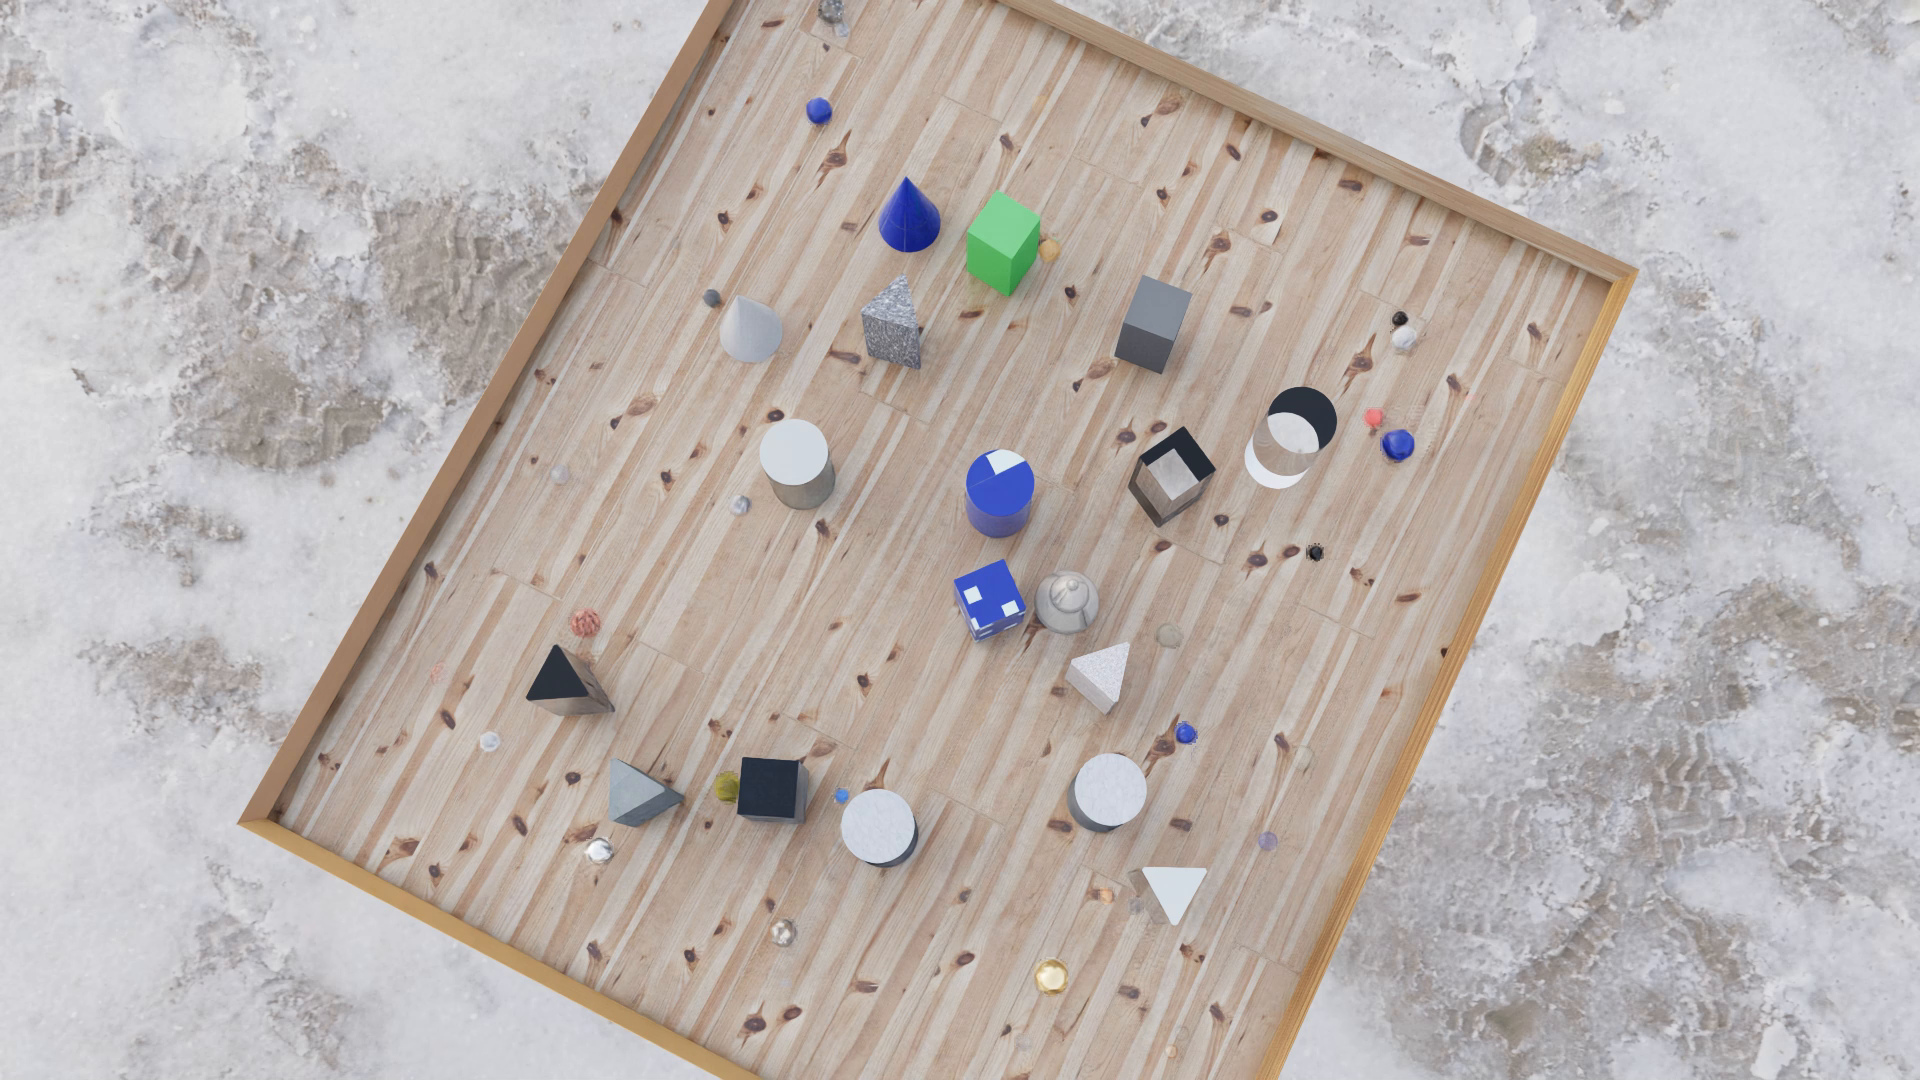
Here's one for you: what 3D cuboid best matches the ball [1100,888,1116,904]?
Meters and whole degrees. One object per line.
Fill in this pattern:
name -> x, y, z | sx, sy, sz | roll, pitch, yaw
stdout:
ball -> 0.434, 1.045, 5.378 | 0.044, 0.044, 0.044 | 0, 78, 0

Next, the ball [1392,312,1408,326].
ball -> 1.377, -0.692, 5.736 | 0.048, 0.048, 0.048 | 0, 78, 0

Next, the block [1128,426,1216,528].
block -> 0.627, -0.182, 5.457 | 0.159, 0.386, 0.159 | -34, 80, -7

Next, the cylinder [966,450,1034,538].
cylinder -> 0.117, -0.135, 5.484 | 0.199, 0.314, 0.199 | 0, 78, 0

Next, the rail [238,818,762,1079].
rail -> -0.748, 1.472, 5.245 | 2.998, 0.129, 0.045 | 26, 80, 5

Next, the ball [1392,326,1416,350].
ball -> 1.385, -0.631, 5.710 | 0.074, 0.074, 0.074 | 0, 78, 0

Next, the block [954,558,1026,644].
block -> 0.086, 0.183, 5.444 | 0.159, 0.264, 0.159 | -23, 79, -5

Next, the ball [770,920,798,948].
ball -> -0.514, 1.146, 5.339 | 0.078, 0.078, 0.078 | 0, 78, 0

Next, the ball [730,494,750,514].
ball -> -0.674, -0.108, 5.607 | 0.062, 0.062, 0.062 | 0, 78, 0

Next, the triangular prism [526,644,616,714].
triangular prism -> -1.128, 0.406, 5.325 | 0.173, 0.407, 0.149 | -4, 78, -1

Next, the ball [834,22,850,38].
ball -> -0.381, -1.654, 5.934 | 0.048, 0.048, 0.048 | 0, 78, 0

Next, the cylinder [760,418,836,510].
cylinder -> -0.484, -0.222, 5.493 | 0.199, 0.332, 0.199 | 0, 78, 0

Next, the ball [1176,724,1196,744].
ball -> 0.674, 0.579, 5.467 | 0.059, 0.059, 0.059 | 0, 78, 0

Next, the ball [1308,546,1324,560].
ball -> 1.085, 0.040, 5.586 | 0.044, 0.044, 0.044 | 0, 78, 0

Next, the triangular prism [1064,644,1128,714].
triangular prism -> 0.429, 0.381, 5.368 | 0.173, 0.333, 0.149 | 42, 81, 8

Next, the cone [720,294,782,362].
cone -> -0.656, -0.689, 5.578 | 0.199, 0.356, 0.199 | 0, 78, 0

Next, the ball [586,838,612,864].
ball -> -1.062, 0.915, 5.387 | 0.078, 0.078, 0.078 | 0, 78, 0

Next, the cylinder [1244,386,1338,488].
cylinder -> 0.980, -0.300, 5.457 | 0.199, 0.434, 0.199 | 0, 78, 0

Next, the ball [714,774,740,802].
ball -> -0.683, 0.735, 5.422 | 0.084, 0.084, 0.084 | 0, 78, 0

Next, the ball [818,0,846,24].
ball -> -0.416, -1.712, 5.926 | 0.089, 0.089, 0.089 | 0, 78, 0

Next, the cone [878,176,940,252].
cone -> -0.160, -1.046, 5.640 | 0.199, 0.378, 0.199 | 0, 78, 0

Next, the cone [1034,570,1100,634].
cone -> 0.325, 0.153, 5.404 | 0.199, 0.355, 0.199 | 0, 78, 0

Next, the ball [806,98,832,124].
ball -> -0.451, -1.371, 5.857 | 0.085, 0.085, 0.085 | 0, 78, 0

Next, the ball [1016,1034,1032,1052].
ball -> 0.186, 1.453, 5.292 | 0.048, 0.048, 0.048 | 0, 78, 0

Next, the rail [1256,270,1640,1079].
rail -> 1.320, 0.653, 5.414 | 0.045, 0.129, 3.394 | 26, 80, 5

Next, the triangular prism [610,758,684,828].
triangular prism -> -0.932, 0.709, 5.278 | 0.173, 0.375, 0.149 | -29, 80, -6

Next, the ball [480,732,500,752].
ball -> -1.401, 0.600, 5.462 | 0.059, 0.059, 0.059 | 0, 78, 0

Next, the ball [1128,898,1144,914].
ball -> 0.516, 1.073, 5.370 | 0.047, 0.047, 0.047 | 0, 78, 0

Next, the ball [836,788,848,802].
ball -> -0.350, 0.759, 5.439 | 0.041, 0.041, 0.041 | 0, 78, 0

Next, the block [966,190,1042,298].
block -> 0.132, -0.907, 5.630 | 0.159, 0.341, 0.159 | 33, 80, 6

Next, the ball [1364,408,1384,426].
ball -> 1.280, -0.379, 5.667 | 0.056, 0.056, 0.056 | 0, 78, 0

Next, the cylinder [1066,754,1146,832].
cylinder -> 0.417, 0.730, 5.264 | 0.199, 0.394, 0.199 | 0, 78, 0

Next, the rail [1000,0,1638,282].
rail -> 0.748, -1.459, 5.851 | 2.998, 0.129, 0.045 | 26, 80, 5

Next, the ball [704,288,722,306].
ball -> -0.777, -0.760, 5.745 | 0.056, 0.056, 0.056 | 0, 78, 0

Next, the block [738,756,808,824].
block -> -0.536, 0.726, 5.288 | 0.159, 0.350, 0.159 | 4, 78, 1

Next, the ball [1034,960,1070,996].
ball -> 0.267, 1.266, 5.304 | 0.100, 0.100, 0.100 | 0, 78, 0

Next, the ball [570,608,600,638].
ball -> -1.128, 0.252, 5.519 | 0.088, 0.088, 0.088 | 0, 78, 0

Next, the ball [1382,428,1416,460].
ball -> 1.348, -0.293, 5.627 | 0.098, 0.098, 0.098 | 0, 78, 0

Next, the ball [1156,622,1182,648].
ball -> 0.629, 0.287, 5.518 | 0.077, 0.077, 0.077 | 0, 78, 0

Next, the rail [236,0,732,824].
rail -> -1.320, -0.639, 5.682 | 0.045, 0.129, 3.394 | 26, 80, 5

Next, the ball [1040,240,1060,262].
ball -> 0.283, -0.910, 5.764 | 0.069, 0.069, 0.069 | 0, 78, 0

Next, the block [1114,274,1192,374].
block -> 0.586, -0.652, 5.580 | 0.159, 0.336, 0.159 | 22, 79, 4

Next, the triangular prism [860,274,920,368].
triangular prism -> -0.185, -0.669, 5.548 | 0.173, 0.406, 0.149 | 17, 79, 3

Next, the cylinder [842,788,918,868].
cylinder -> -0.223, 0.824, 5.204 | 0.199, 0.475, 0.199 | 0, 78, 0

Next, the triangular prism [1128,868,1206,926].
triangular prism -> 0.557, 0.973, 5.174 | 0.149, 0.472, 0.173 | 31, 80, 6
